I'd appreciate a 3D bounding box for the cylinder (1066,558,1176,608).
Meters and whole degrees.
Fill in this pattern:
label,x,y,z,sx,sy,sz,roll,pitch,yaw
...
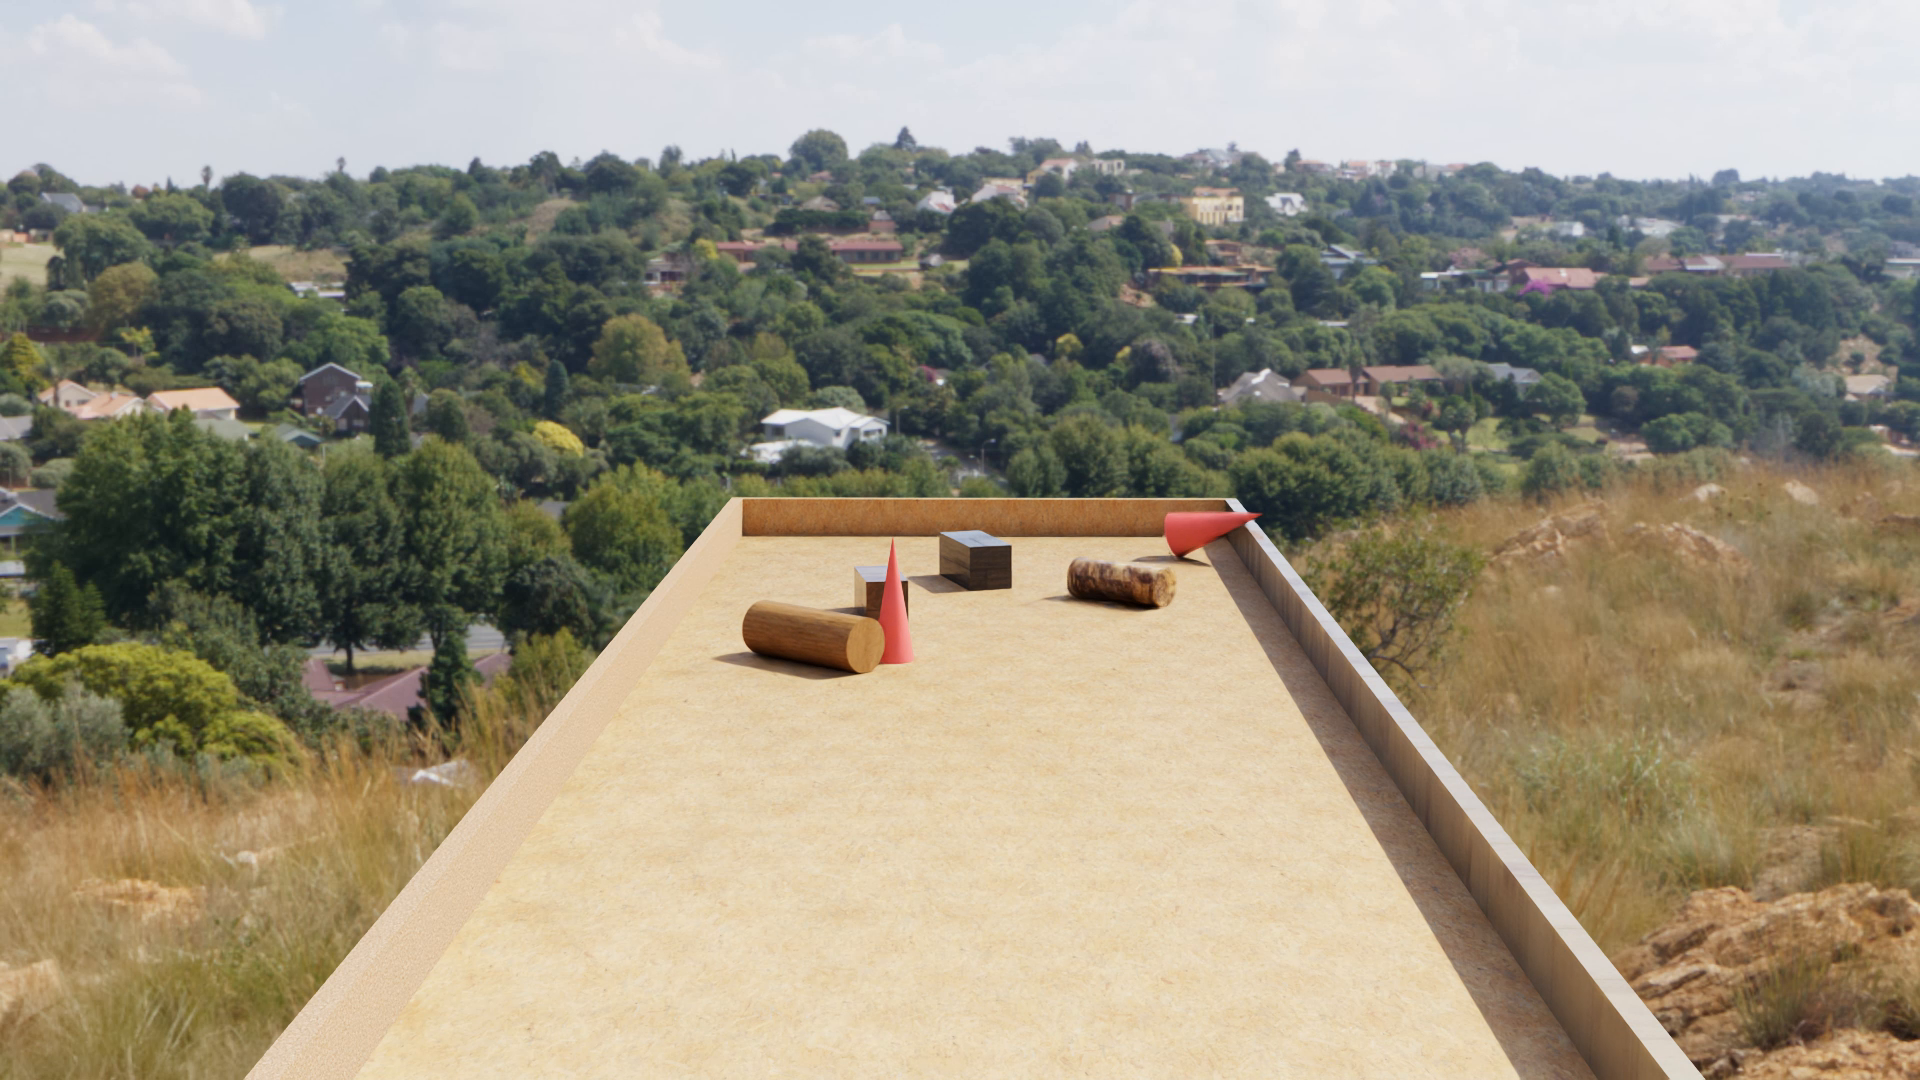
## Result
label,x,y,z,sx,sy,sz,roll,pitch,yaw
cylinder,0.559,0.147,7.646,0.367,0.136,0.136,7,11,37

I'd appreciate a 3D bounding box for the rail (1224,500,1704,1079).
label,x,y,z,sx,sy,sz,roll,pitch,yaw
rail,1.046,0.843,3.208,0.050,0.150,12.000,0,9,1

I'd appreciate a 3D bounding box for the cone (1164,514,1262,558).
label,x,y,z,sx,sy,sz,roll,pitch,yaw
cone,1.000,-0.059,8.477,0.381,0.180,0.180,-15,1,30

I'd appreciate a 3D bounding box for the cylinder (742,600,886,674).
label,x,y,z,sx,sy,sz,roll,pitch,yaw
cylinder,-0.445,0.290,6.649,0.442,0.166,0.166,8,12,40

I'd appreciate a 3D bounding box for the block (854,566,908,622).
label,x,y,z,sx,sy,sz,roll,pitch,yaw
block,-0.267,0.182,7.412,0.141,0.141,0.305,-2,9,-10

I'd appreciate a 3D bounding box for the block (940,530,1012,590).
label,x,y,z,sx,sy,sz,roll,pitch,yaw
block,0.055,0.073,8.040,0.159,0.159,0.363,-3,9,-18

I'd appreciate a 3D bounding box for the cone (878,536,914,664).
label,x,y,z,sx,sy,sz,roll,pitch,yaw
cone,-0.203,0.175,6.677,0.128,0.384,0.128,0,9,0

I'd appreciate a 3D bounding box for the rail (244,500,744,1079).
label,x,y,z,sx,sy,sz,roll,pitch,yaw
rail,-1.004,0.839,3.234,0.050,0.150,12.000,0,9,1

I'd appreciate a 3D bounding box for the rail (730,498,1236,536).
label,x,y,z,sx,sy,sz,roll,pitch,yaw
rail,0.099,-0.098,9.147,2.100,0.150,0.050,0,9,1
